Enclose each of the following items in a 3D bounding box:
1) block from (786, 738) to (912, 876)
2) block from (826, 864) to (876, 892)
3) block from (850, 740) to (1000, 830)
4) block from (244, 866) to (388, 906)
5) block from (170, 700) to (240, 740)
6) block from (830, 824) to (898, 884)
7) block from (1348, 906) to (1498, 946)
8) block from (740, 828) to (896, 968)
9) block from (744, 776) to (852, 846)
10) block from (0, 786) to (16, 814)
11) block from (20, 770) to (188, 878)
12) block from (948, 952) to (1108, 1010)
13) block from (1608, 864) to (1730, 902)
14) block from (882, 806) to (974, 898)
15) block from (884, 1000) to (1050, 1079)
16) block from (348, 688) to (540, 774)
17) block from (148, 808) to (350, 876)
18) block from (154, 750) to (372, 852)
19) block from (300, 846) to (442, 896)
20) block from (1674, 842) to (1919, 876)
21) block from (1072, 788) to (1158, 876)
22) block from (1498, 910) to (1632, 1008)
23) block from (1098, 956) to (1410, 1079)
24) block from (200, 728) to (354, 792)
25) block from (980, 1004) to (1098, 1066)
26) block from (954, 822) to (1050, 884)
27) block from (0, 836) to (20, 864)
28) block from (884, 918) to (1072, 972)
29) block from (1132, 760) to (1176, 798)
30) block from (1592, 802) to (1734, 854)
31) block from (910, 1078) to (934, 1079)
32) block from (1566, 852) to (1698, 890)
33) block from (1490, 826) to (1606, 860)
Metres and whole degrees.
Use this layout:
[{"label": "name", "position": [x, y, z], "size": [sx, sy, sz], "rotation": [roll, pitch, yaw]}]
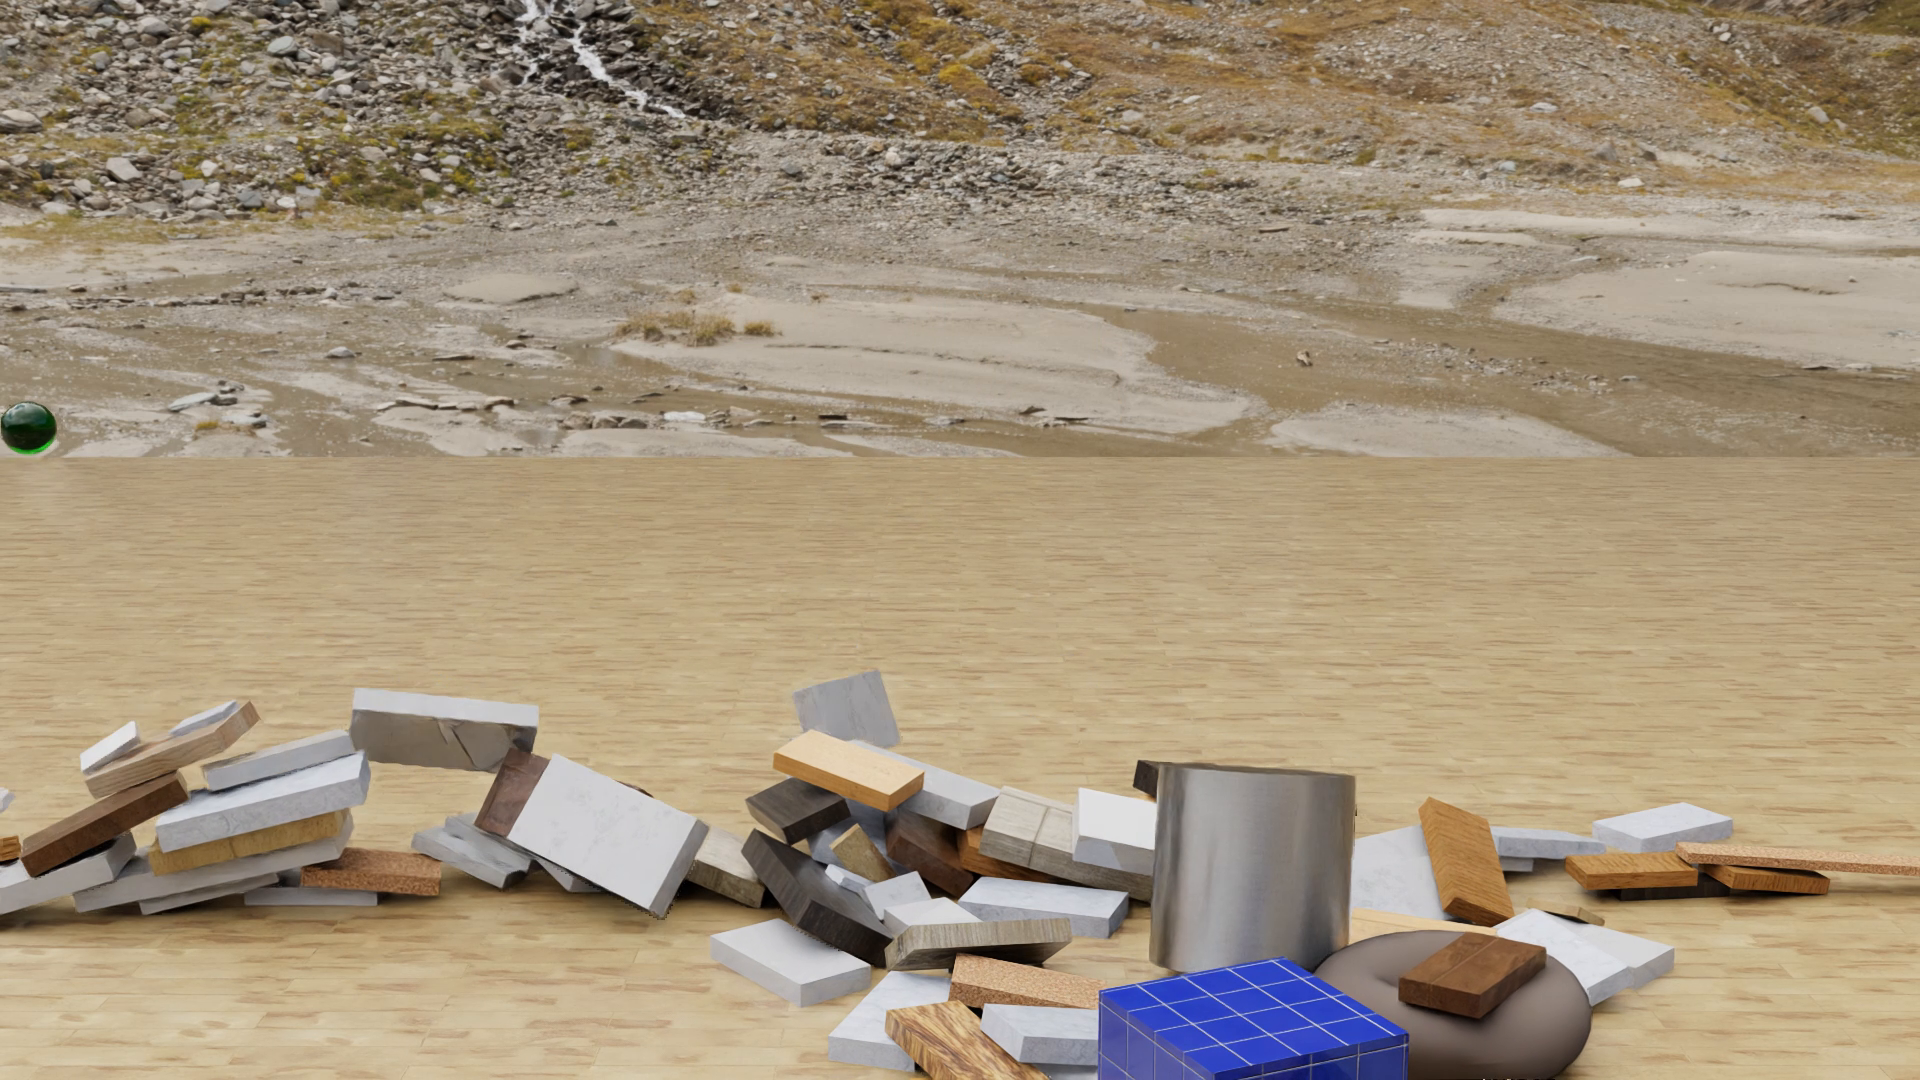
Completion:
[{"label": "block", "position": [-0.206, 0.483, 3.947], "size": [0.170, 0.048, 0.594], "rotation": [21, 6, -13]}, {"label": "block", "position": [-0.159, 0.565, 3.591], "size": [0.118, 0.017, 0.059], "rotation": [28, -1, -30]}, {"label": "block", "position": [-0.090, 0.426, 3.847], "size": [0.311, 0.043, 0.153], "rotation": [16, 10, 24]}, {"label": "block", "position": [-1.066, 0.575, 3.664], "size": [0.219, 0.031, 0.109], "rotation": [0, 11, 0]}, {"label": "block", "position": [-1.250, 0.297, 3.640], "size": [0.104, 0.015, 0.052], "rotation": [-21, 15, 13]}, {"label": "block", "position": [-0.158, 0.530, 3.633], "size": [0.059, 0.118, 0.017], "rotation": [-38, 23, -7]}, {"label": "block", "position": [0.689, 0.618, 3.317], "size": [0.219, 0.031, 0.109], "rotation": [5, 36, 26]}, {"label": "block", "position": [-0.227, 0.563, 3.481], "size": [0.160, 0.045, 0.365], "rotation": [30, -1, -22]}, {"label": "block", "position": [-0.279, 0.457, 3.756], "size": [0.116, 0.033, 0.232], "rotation": [-24, 14, -17]}, {"label": "block", "position": [-1.593, 0.453, 3.599], "size": [0.052, 0.015, 0.104], "rotation": [6, 53, 54]}, {"label": "block", "position": [-1.384, 0.452, 3.560], "size": [0.262, 0.037, 0.131], "rotation": [-28, 15, -16]}, {"label": "block", "position": [0.099, 0.648, 3.158], "size": [0.223, 0.032, 0.112], "rotation": [11, 12, 2]}, {"label": "block", "position": [1.179, 0.573, 3.687], "size": [0.189, 0.027, 0.095], "rotation": [-1, 11, -7]}, {"label": "block", "position": [-0.061, 0.505, 3.817], "size": [0.144, 0.041, 0.392], "rotation": [31, 7, -8]}, {"label": "block", "position": [0.008, 0.685, 2.915], "size": [0.112, 0.032, 0.265], "rotation": [-2, 14, -28]}, {"label": "block", "position": [-0.884, 0.329, 3.752], "size": [0.305, 0.153, 0.043], "rotation": [7, 49, -15]}, {"label": "block", "position": [-1.154, 0.469, 3.582], "size": [0.295, 0.042, 0.148], "rotation": [-12, 13, -6]}, {"label": "block", "position": [-1.126, 0.421, 3.567], "size": [0.320, 0.045, 0.160], "rotation": [-13, 13, -9]}, {"label": "block", "position": [-0.972, 0.546, 3.638], "size": [0.219, 0.031, 0.109], "rotation": [7, 11, -12]}, {"label": "block", "position": [1.626, 0.548, 3.683], "size": [0.850, 0.016, 0.058], "rotation": [4, 10, -2]}, {"label": "block", "position": [0.358, 0.504, 3.649], "size": [0.340, 0.048, 0.170], "rotation": [12, 20, -1]}, {"label": "block", "position": [0.880, 0.627, 3.265], "size": [0.112, 0.032, 0.224], "rotation": [-23, 19, -15]}, {"label": "block", "position": [0.334, 0.667, 2.550], "size": [0.256, 0.256, 0.256], "rotation": [-5, 12, -25]}, {"label": "block", "position": [-1.132, 0.364, 3.645], "size": [0.232, 0.033, 0.116], "rotation": [-15, 6, -23]}, {"label": "block", "position": [0.167, 0.667, 2.953], "size": [0.250, 0.035, 0.125], "rotation": [9, 5, -25]}, {"label": "block", "position": [0.068, 0.522, 3.798], "size": [0.144, 0.041, 0.287], "rotation": [19, 9, -7]}, {"label": "block", "position": [-1.685, 0.545, 3.607], "size": [0.262, 0.037, 0.131], "rotation": [-9, -17, -30]}, {"label": "block", "position": [0.027, 0.602, 3.270], "size": [0.250, 0.035, 0.125], "rotation": [1, -26, -22]}, {"label": "block", "position": [0.517, 0.462, 4.018], "size": [0.359, 0.051, 0.180], "rotation": [8, 5, -29]}, {"label": "block", "position": [1.264, 0.520, 3.957], "size": [0.231, 0.033, 0.116], "rotation": [-6, 12, -30]}, {"label": "block", "position": [-0.036, 0.735, 2.833], "size": [0.073, 0.021, 0.146], "rotation": [1, 11, 5]}, {"label": "block", "position": [1.117, 0.550, 3.662], "size": [0.189, 0.027, 0.095], "rotation": [-1, 11, -6]}, {"label": "block", "position": [0.985, 0.523, 3.795], "size": [0.231, 0.033, 0.116], "rotation": [7, 1, -25]}]
